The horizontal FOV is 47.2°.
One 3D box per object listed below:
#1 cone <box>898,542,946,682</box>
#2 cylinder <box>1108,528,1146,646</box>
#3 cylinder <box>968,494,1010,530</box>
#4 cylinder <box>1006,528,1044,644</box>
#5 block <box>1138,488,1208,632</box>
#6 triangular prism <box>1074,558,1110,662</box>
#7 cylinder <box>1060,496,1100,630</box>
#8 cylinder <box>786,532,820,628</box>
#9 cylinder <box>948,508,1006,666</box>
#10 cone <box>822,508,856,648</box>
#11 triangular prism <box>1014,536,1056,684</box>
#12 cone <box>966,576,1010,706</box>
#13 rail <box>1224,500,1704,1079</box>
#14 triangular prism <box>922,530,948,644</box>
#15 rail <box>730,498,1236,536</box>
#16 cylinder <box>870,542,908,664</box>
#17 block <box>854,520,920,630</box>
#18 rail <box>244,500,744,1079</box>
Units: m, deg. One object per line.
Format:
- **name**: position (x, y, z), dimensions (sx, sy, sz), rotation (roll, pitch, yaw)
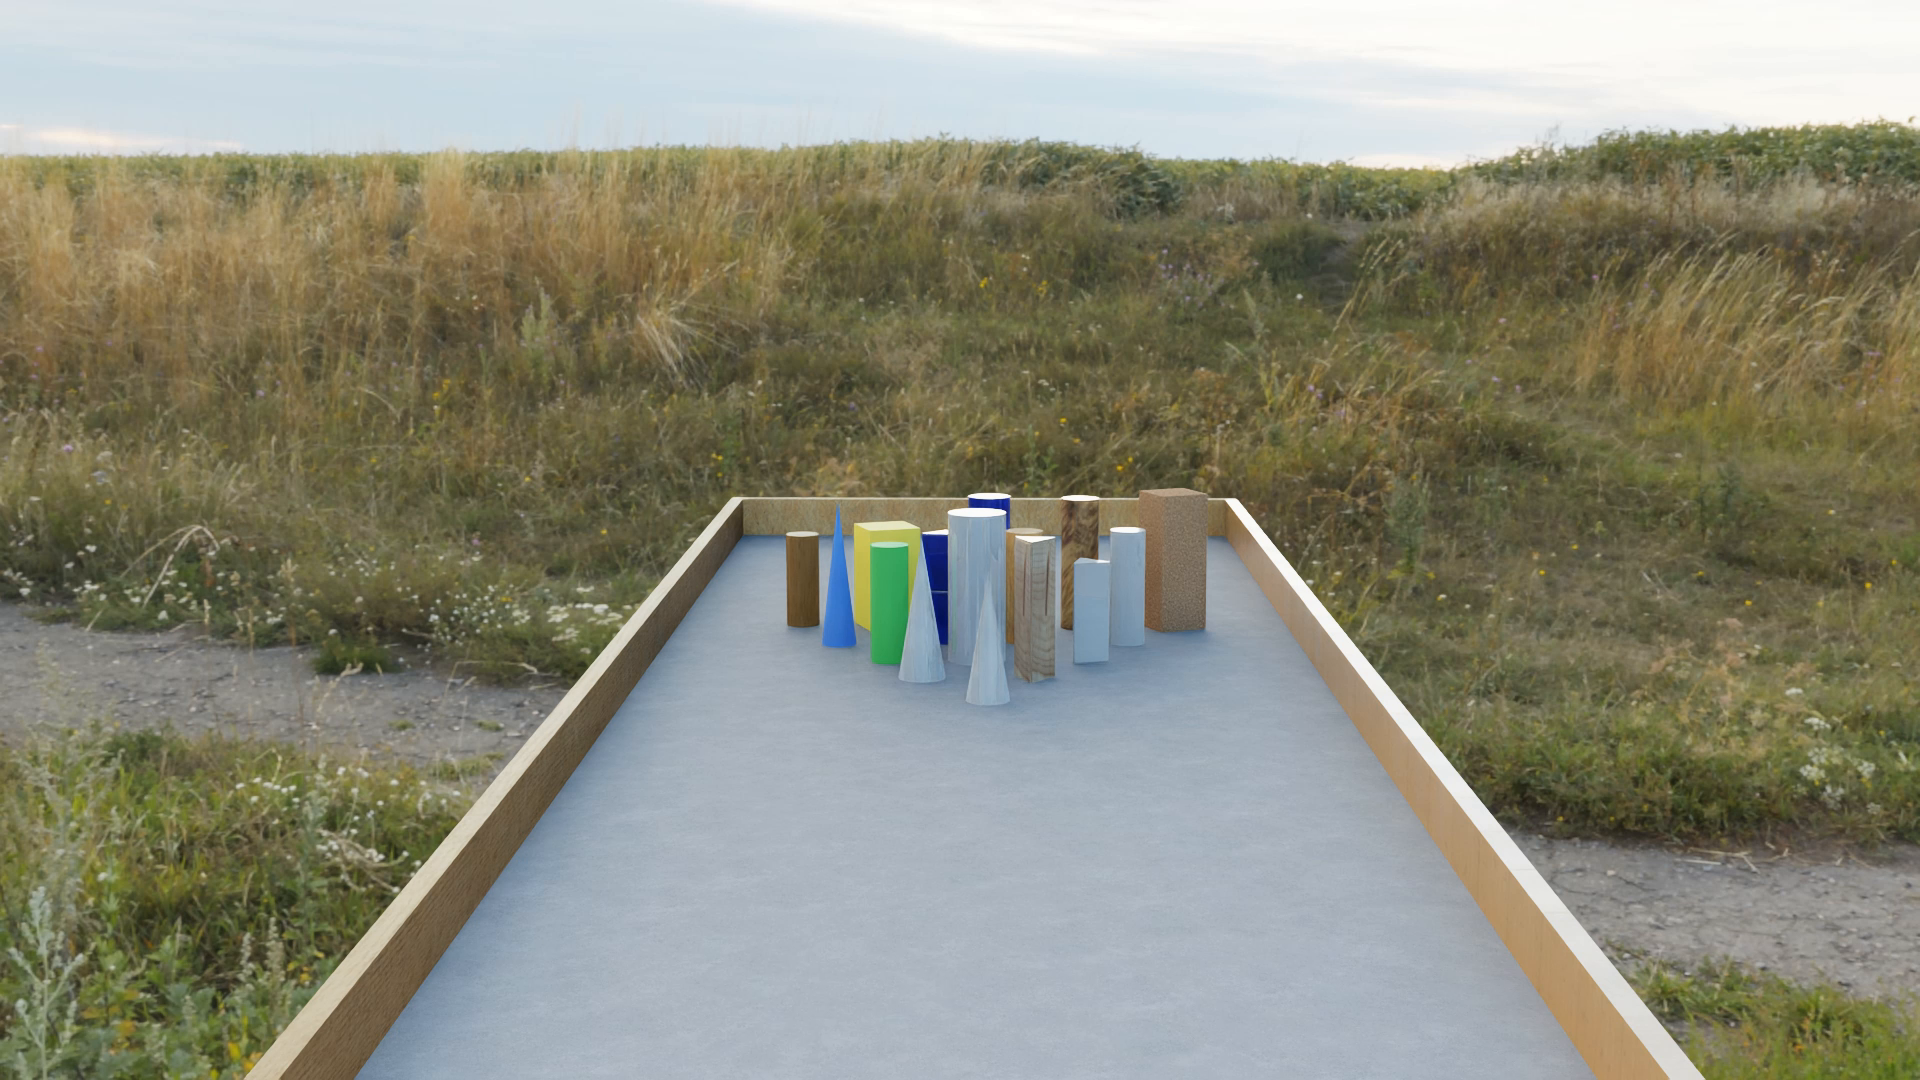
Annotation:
- **cone**: position (-0.111, 0.198, 6.429), dimensions (0.139, 0.416, 0.139), rotation (0, 9, 0)
- **cylinder**: position (0.527, 0.147, 6.930), dimensions (0.112, 0.361, 0.112), rotation (0, 9, 0)
- **cylinder**: position (0.096, 0.070, 7.187), dimensions (0.137, 0.431, 0.137), rotation (0, 9, 0)
- **cylinder**: position (0.203, 0.146, 6.954), dimensions (0.118, 0.355, 0.118), rotation (0, 9, 0)
- **block**: position (0.694, 0.064, 7.186), dimensions (0.163, 0.444, 0.163), rotation (-4, 10, -24)
- **triangular prism**: position (0.384, 0.212, 6.700), dimensions (0.113, 0.305, 0.098), rotation (-3, 9, -17)
- **cylinder**: position (0.391, 0.074, 7.176), dimensions (0.123, 0.427, 0.123), rotation (0, 9, 0)
- **cylinder**: position (-0.517, 0.129, 7.233), dimensions (0.108, 0.301, 0.108), rotation (0, 9, 0)
- **cylinder**: position (0.051, 0.141, 6.671), dimensions (0.177, 0.454, 0.177), rotation (0, 9, 0)
- **cone**: position (-0.381, 0.102, 6.906), dimensions (0.110, 0.456, 0.110), rotation (0, 9, 0)
- **triangular prism**: position (0.202, 0.199, 6.432), dimensions (0.102, 0.414, 0.118), rotation (7, 11, 37)
- **cone**: position (0.078, 0.270, 6.144), dimensions (0.125, 0.364, 0.125), rotation (0, 9, 0)
- **rail**: position (1.046, 0.843, 3.208), dimensions (0.050, 0.150, 12.000), rotation (0, 9, 1)
- **triangular prism**: position (-0.057, 0.148, 6.953), dimensions (0.104, 0.352, 0.090), rotation (2, 9, 15)
- **rail**: position (0.099, -0.098, 9.147), dimensions (2.100, 0.150, 0.050), rotation (0, 9, 1)
- **cylinder**: position (-0.213, 0.190, 6.665), dimensions (0.116, 0.358, 0.116), rotation (0, 9, 0)
- **block**: position (-0.239, 0.117, 7.219), dimensions (0.171, 0.330, 0.171), rotation (-3, 10, -20)
- **rail**: position (-1.004, 0.839, 3.234), dimensions (0.050, 0.150, 12.000), rotation (0, 9, 1)
